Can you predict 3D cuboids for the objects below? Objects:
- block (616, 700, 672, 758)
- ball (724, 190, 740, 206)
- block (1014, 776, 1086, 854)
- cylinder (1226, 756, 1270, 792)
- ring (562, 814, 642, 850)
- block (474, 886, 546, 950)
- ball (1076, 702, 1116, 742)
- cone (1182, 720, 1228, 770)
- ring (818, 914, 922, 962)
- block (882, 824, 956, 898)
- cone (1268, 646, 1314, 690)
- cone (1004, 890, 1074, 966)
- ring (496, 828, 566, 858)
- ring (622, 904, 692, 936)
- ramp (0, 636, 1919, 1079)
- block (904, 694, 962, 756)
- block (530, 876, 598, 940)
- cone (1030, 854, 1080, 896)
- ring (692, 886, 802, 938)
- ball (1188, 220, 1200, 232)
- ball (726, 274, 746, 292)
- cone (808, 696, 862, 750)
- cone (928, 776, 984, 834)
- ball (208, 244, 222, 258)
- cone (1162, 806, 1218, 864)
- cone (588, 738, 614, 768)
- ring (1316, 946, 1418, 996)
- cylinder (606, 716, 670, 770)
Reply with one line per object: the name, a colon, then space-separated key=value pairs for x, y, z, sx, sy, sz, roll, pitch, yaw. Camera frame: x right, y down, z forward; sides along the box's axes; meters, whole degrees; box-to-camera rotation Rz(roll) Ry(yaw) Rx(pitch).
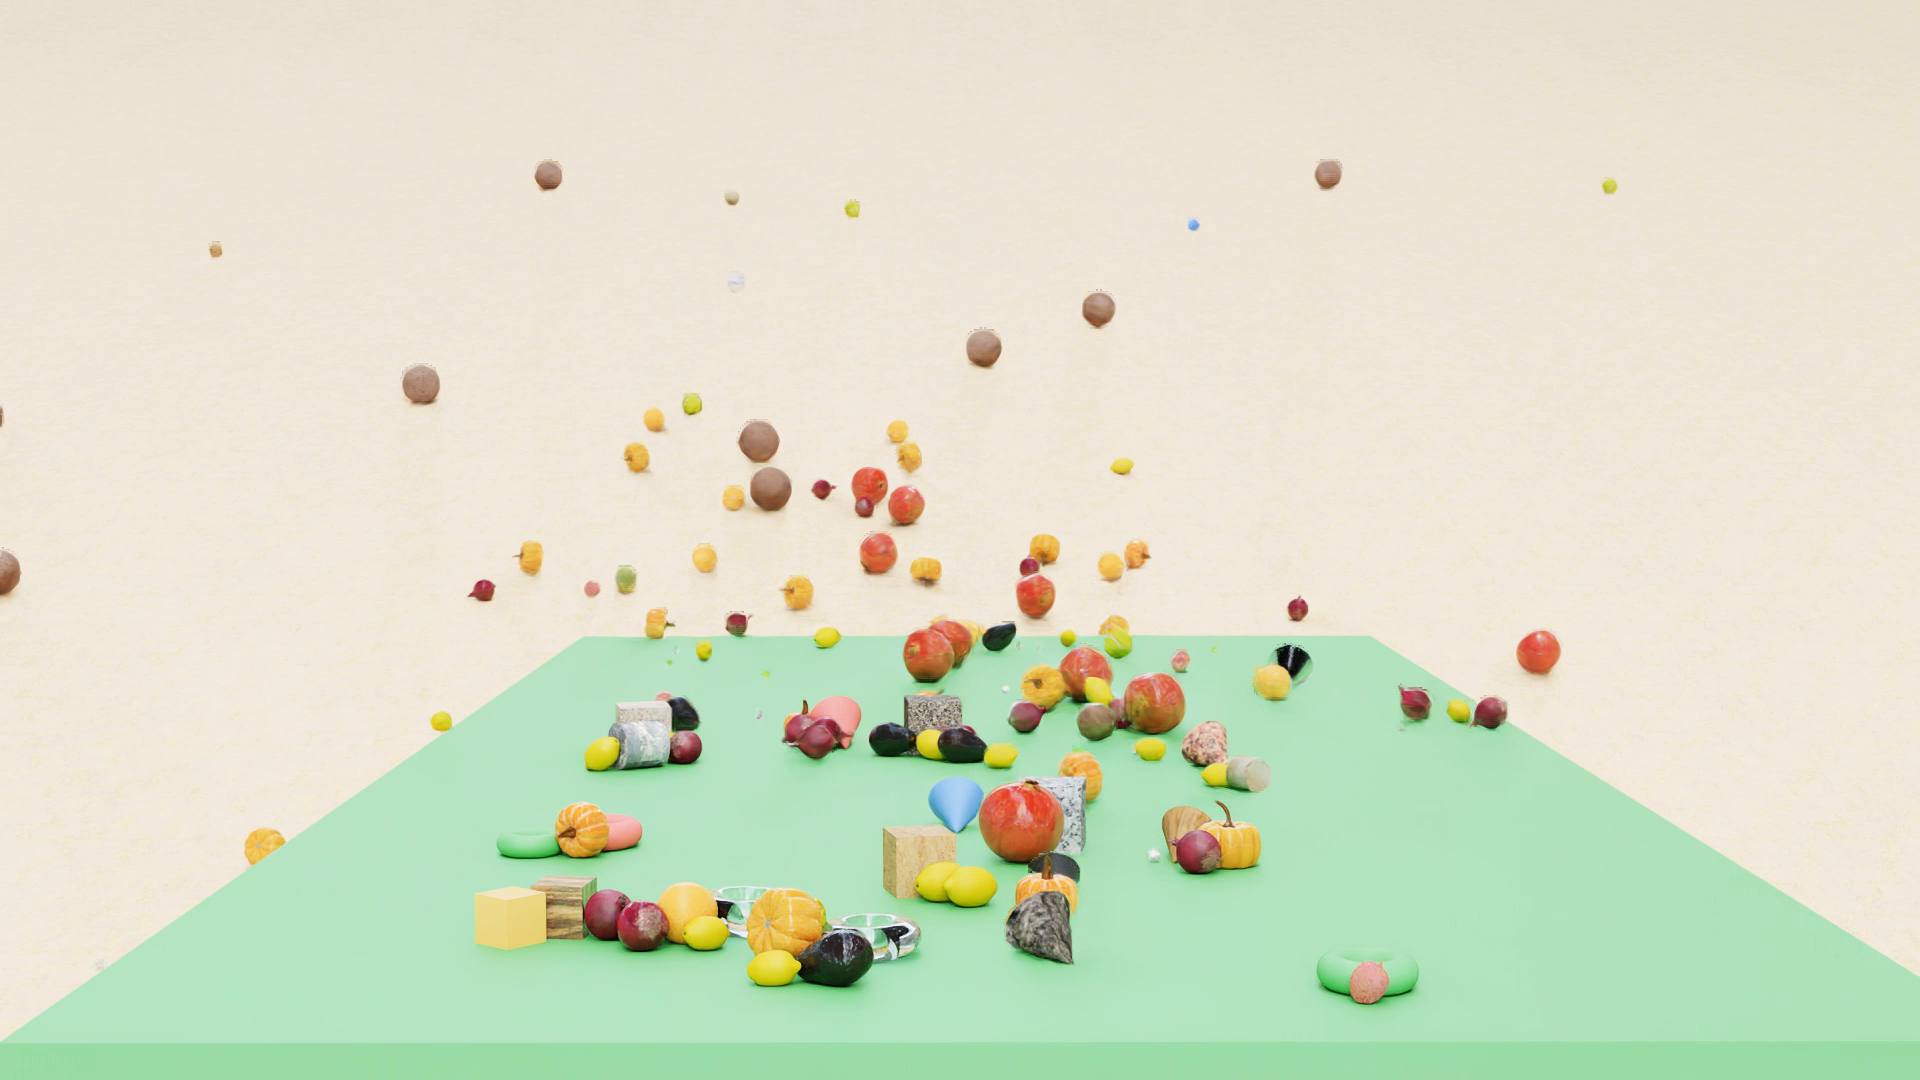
block: x=-0.551 y=0.330 z=4.467 sx=0.088 sy=0.088 sz=0.088 roll=-1 pitch=4 yaw=-13
ball: x=-1.039 y=-1.561 z=11.710 sx=0.068 sy=0.068 sz=0.068 roll=0 pitch=20 yaw=0
block: x=0.126 y=0.383 z=3.583 sx=0.093 sy=0.093 sz=0.093 roll=0 pitch=4 yaw=7
cylinder: x=0.458 y=0.373 z=4.081 sx=0.051 sy=0.051 sz=0.051 roll=-13 pitch=10 yaw=-32
ring: x=-0.502 y=0.410 z=3.601 sx=0.114 sy=0.038 sz=0.114 roll=-1 pitch=5 yaw=0
block: x=-0.522 y=0.439 z=2.984 sx=0.058 sy=0.058 sz=0.058 roll=3 pitch=5 yaw=40
ball: x=0.245 y=0.328 z=4.631 sx=0.070 sy=0.070 sz=0.070 roll=0 pitch=20 yaw=0
cone: x=0.431 y=0.364 z=4.313 sx=0.087 sy=0.087 sz=0.087 roll=-9 pitch=34 yaw=-23
ring: x=-0.103 y=0.452 z=2.919 sx=0.119 sy=0.040 sz=0.119 roll=-2 pitch=3 yaw=0
block: x=-0.052 y=0.410 z=3.278 sx=0.078 sy=0.078 sz=0.078 roll=-1 pitch=4 yaw=-15
cone: x=0.692 y=0.291 z=5.424 sx=0.098 sy=0.098 sz=0.098 roll=5 pitch=31 yaw=13
cone: x=0.108 y=0.454 z=2.896 sx=0.084 sy=0.084 sz=0.084 roll=-11 pitch=37 yaw=-27
ring: x=-0.592 y=0.417 z=3.541 sx=0.094 sy=0.031 sz=0.094 roll=1 pitch=4 yaw=0
ring: x=-0.360 y=0.450 z=3.045 sx=0.083 sy=0.028 sz=0.083 roll=-1 pitch=4 yaw=0
ramp: x=0.047 y=0.420 z=4.534 sx=2.000 sy=0.100 sz=4.000 roll=0 pitch=4 yaw=0
block: x=-0.048 y=0.325 z=4.506 sx=0.093 sy=0.093 sz=0.093 roll=0 pitch=4 yaw=-6
block: x=-0.467 y=0.434 z=3.031 sx=0.062 sy=0.062 sz=0.062 roll=0 pitch=4 yaw=8
cone: x=0.118 y=0.438 z=3.218 sx=0.065 sy=0.065 sz=0.065 roll=1 pitch=30 yaw=2
ring: x=-0.254 y=0.442 z=3.057 sx=0.131 sy=0.044 sz=0.131 roll=1 pitch=4 yaw=0
ball: x=1.020 y=-1.375 z=11.217 sx=0.053 sy=0.053 sz=0.053 roll=0 pitch=20 yaw=0
ball: x=-0.891 y=-1.022 z=10.208 sx=0.075 sy=0.075 sz=0.075 roll=0 pitch=20 yaw=0
cone: x=-0.212 y=0.345 z=4.572 sx=0.098 sy=0.098 sz=0.098 roll=-5 pitch=31 yaw=-14
cone: x=-0.005 y=0.402 z=3.731 sx=0.083 sy=0.083 sz=0.083 roll=0 pitch=30 yaw=0
ball: x=-3.120 y=-1.214 z=10.765 sx=0.056 sy=0.056 sz=0.056 roll=0 pitch=20 yaw=0
cone: x=0.301 y=0.417 z=3.494 sx=0.080 sy=0.080 sz=0.080 roll=7 pitch=33 yaw=20
cone: x=-0.594 y=0.370 z=4.341 sx=0.054 sy=0.054 sz=0.054 roll=-8 pitch=33 yaw=-22
ring: x=0.438 y=0.464 z=2.762 sx=0.109 sy=0.036 sz=0.109 roll=0 pitch=5 yaw=0
cylinder: x=-0.541 y=0.344 z=4.322 sx=0.079 sy=0.079 sz=0.079 roll=-13 pitch=24 yaw=-33
